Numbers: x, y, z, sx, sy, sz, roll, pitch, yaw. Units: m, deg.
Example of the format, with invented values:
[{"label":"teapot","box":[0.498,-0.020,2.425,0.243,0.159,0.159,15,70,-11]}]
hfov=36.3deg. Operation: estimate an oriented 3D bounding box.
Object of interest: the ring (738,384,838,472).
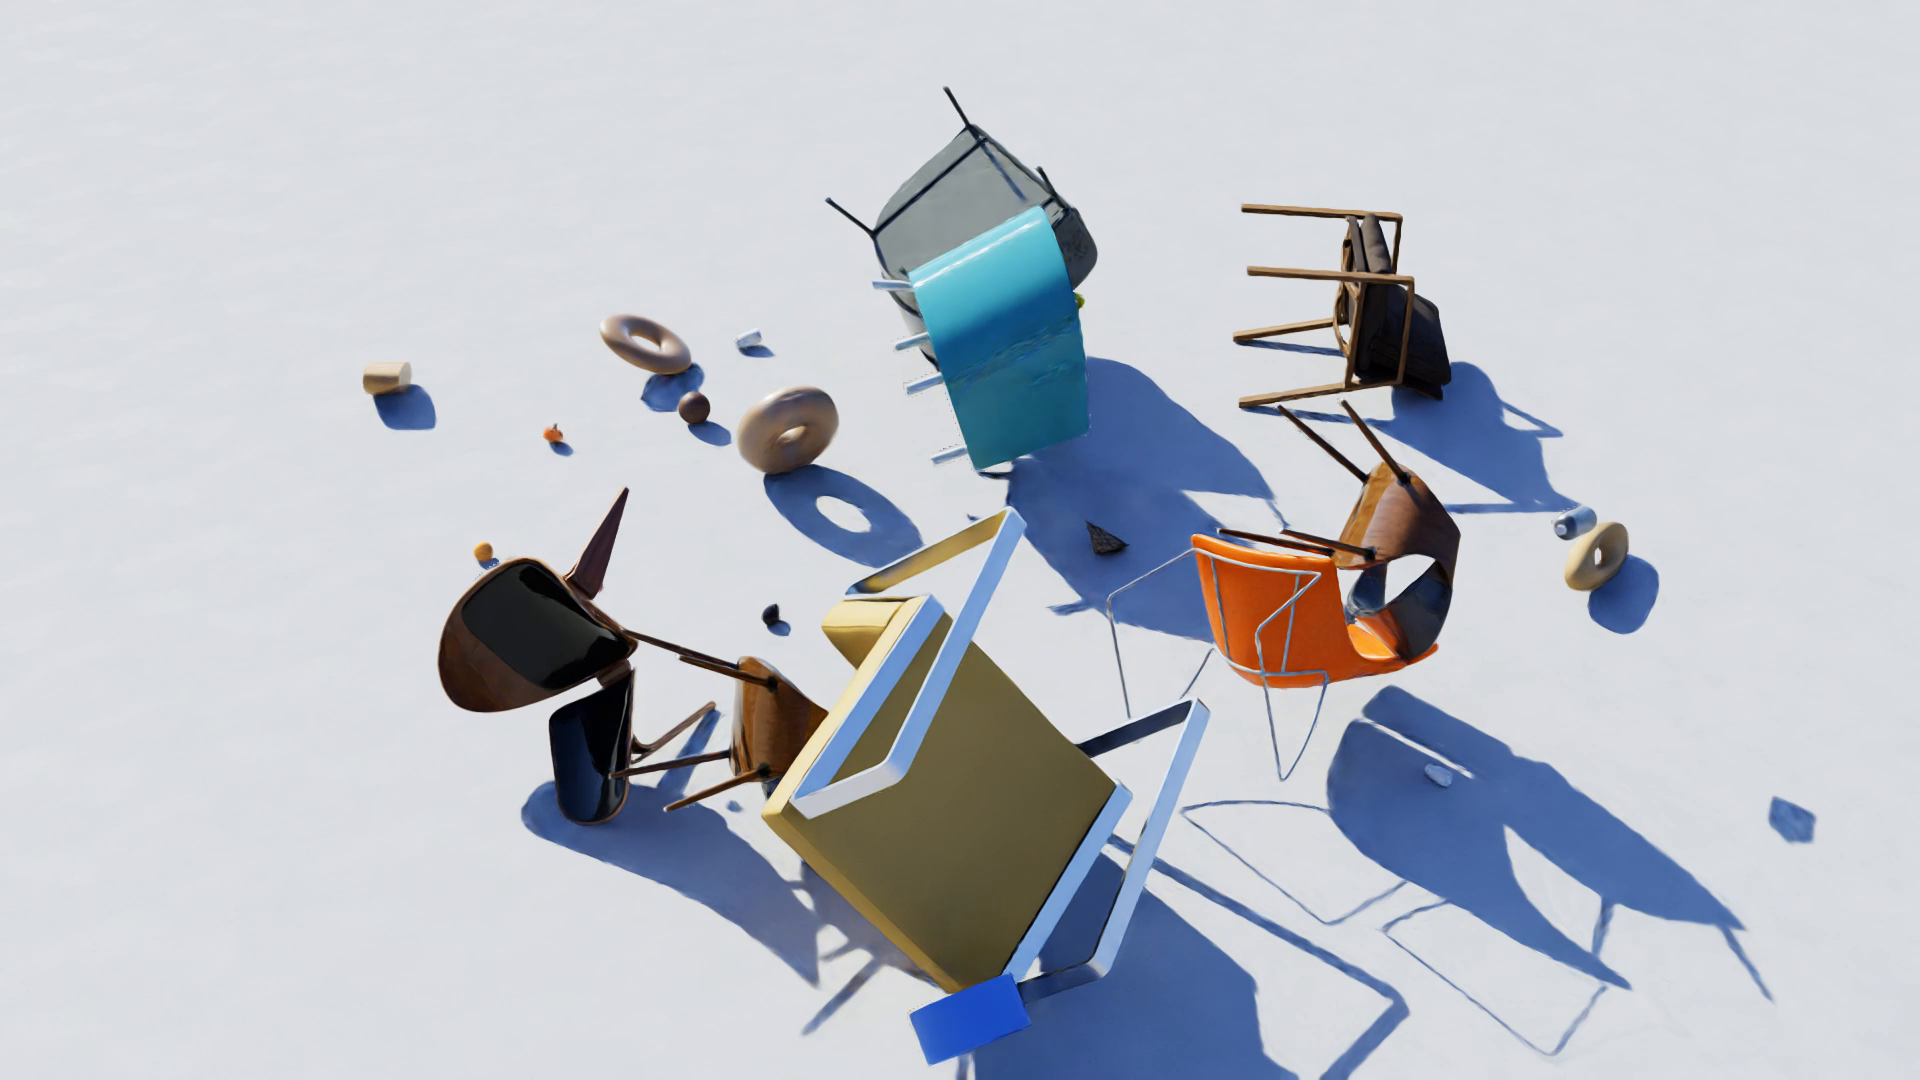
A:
[{"label":"ring","box":[-0.657,-0.423,11.198,0.404,0.478,0.163,-16,64,-17]}]

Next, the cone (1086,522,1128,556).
[{"label":"cone","box":[0.523,0.016,10.859,0.188,0.094,0.181,31,-2,-28]}]

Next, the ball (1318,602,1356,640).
[{"label":"ball","box":[1.334,0.289,10.382,0.136,0.136,0.136,0,33,0]}]

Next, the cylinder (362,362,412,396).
[{"label":"cylinder","box":[-2.303,-0.651,11.794,0.144,0.128,0.252,1,12,2]}]

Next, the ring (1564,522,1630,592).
[{"label":"ring","box":[2.325,0.060,10.694,0.108,0.184,0.483,-30,5,41]}]

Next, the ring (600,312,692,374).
[{"label":"ring","box":[-1.281,-0.802,11.948,0.407,0.075,0.349,23,31,-12]}]

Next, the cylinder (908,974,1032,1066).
[{"label":"cylinder","box":[0.029,1.374,8.399,0.318,0.298,0.157,-21,79,-4]}]
